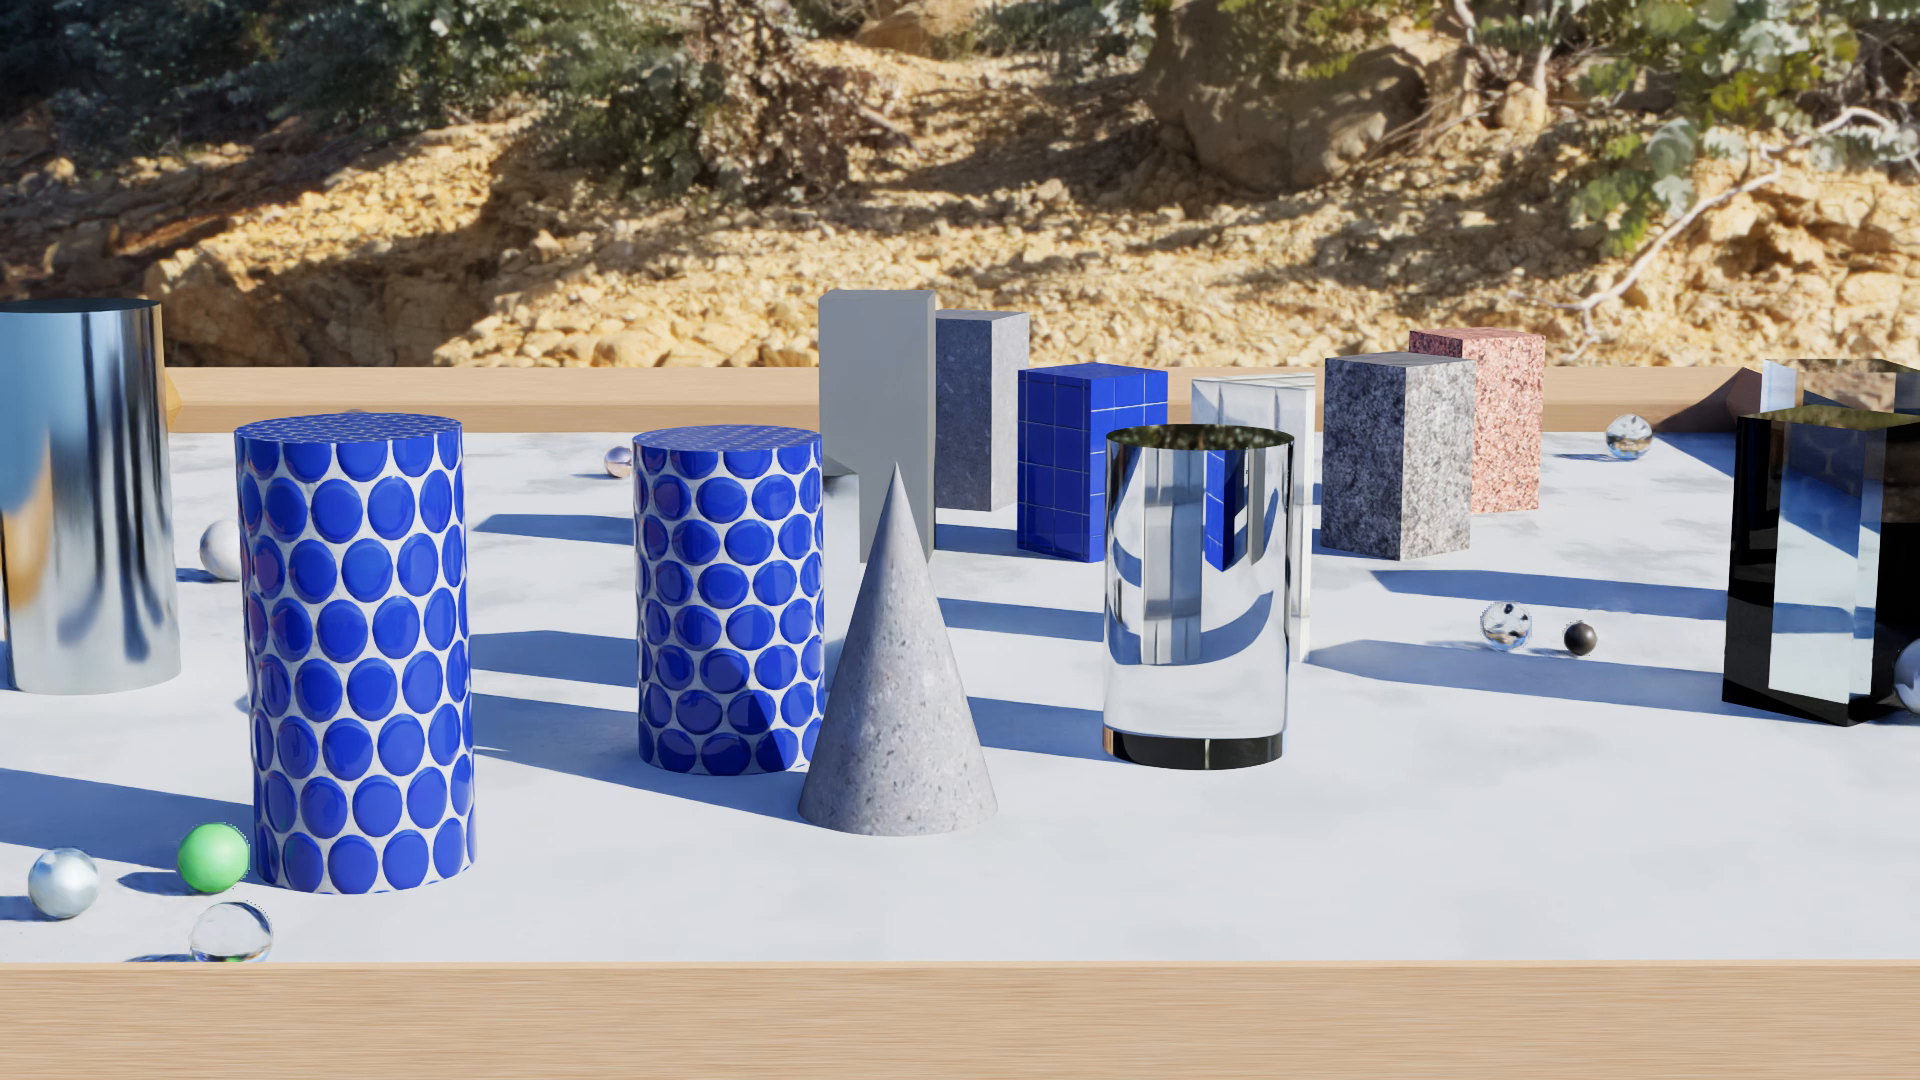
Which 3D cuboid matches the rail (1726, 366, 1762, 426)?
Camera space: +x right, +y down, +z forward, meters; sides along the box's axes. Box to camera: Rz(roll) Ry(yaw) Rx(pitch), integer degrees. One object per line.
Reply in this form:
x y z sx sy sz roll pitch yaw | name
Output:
1.560 0.032 3.457 0.045 0.130 3.476 0 10 0 | rail

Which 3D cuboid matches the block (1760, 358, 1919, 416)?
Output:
1.169 -0.066 3.424 0.160 0.336 0.160 0 10 -2 | block

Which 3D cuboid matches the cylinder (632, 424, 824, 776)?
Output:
-0.245 0.060 2.733 0.200 0.341 0.200 0 10 0 | cylinder

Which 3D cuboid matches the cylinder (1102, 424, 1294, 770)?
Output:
0.255 0.057 2.754 0.200 0.339 0.200 0 10 0 | cylinder

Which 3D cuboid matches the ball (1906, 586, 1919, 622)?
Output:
1.277 0.086 3.386 0.052 0.052 0.052 0 10 0 | ball

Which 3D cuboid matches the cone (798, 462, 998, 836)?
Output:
-0.062 0.094 2.523 0.200 0.349 0.200 0 10 0 | cone

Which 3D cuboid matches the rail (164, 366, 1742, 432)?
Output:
-0.010 -0.278 5.135 3.168 0.130 0.045 0 10 0 | rail

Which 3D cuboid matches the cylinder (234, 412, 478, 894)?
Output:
-0.550 0.098 2.345 0.200 0.406 0.200 0 10 0 | cylinder

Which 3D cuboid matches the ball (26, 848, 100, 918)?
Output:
-0.776 0.297 2.221 0.060 0.060 0.060 0 10 0 | ball

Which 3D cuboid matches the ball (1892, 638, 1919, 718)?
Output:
1.100 0.155 2.880 0.100 0.100 0.100 0 10 0 | ball

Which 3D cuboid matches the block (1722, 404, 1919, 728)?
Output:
0.998 0.025 2.941 0.160 0.334 0.160 -9 14 -40 | block

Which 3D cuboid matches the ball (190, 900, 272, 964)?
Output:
-0.587 0.323 2.068 0.064 0.064 0.064 0 10 0 | ball

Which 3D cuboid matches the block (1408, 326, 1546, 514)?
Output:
0.859 -0.202 4.288 0.160 0.289 0.160 -4 11 -22 | block

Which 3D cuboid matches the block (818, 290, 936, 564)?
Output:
-0.122 -0.173 3.848 0.160 0.392 0.160 1 10 4 | block

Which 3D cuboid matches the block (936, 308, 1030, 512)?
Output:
0.011 -0.221 4.317 0.160 0.317 0.160 5 11 24 | block

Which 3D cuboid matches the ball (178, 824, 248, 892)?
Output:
-0.666 0.284 2.289 0.061 0.061 0.061 0 10 0 | ball

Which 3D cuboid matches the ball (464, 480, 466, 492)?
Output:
-0.860 -0.089 4.282 0.070 0.070 0.070 0 10 0 | ball

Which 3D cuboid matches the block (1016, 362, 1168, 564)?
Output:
0.200 -0.121 3.891 0.160 0.274 0.160 -9 14 -40 | block

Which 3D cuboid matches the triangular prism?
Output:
0.404 -0.037 3.255 0.173 0.340 0.150 8 13 37 | triangular prism

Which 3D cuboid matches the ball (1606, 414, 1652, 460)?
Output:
1.252 -0.192 4.799 0.086 0.086 0.086 0 10 0 | ball

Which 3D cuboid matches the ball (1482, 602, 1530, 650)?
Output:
0.689 0.109 3.237 0.061 0.061 0.061 0 10 0 | ball

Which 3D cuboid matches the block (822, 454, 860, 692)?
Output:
-0.217 0.041 3.065 0.160 0.258 0.160 -3 11 -16 | block

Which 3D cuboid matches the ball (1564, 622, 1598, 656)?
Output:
0.776 0.124 3.209 0.041 0.041 0.041 0 10 0 | ball

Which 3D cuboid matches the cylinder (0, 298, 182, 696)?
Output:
-1.046 -0.056 3.063 0.200 0.448 0.200 0 10 0 | cylinder

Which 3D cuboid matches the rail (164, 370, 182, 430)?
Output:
-1.560 0.035 3.440 0.045 0.130 3.476 0 10 0 | rail

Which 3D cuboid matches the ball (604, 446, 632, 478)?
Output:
-0.608 -0.139 4.586 0.057 0.057 0.057 0 10 0 | ball

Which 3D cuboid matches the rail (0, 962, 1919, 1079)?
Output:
0.010 0.345 1.763 3.168 0.130 0.045 0 10 0 | rail

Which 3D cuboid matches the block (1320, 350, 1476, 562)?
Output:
0.666 -0.131 3.905 0.160 0.290 0.160 -9 13 -39 | block

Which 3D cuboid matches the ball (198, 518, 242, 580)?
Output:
-1.044 0.013 3.675 0.090 0.090 0.090 0 10 0 | ball
